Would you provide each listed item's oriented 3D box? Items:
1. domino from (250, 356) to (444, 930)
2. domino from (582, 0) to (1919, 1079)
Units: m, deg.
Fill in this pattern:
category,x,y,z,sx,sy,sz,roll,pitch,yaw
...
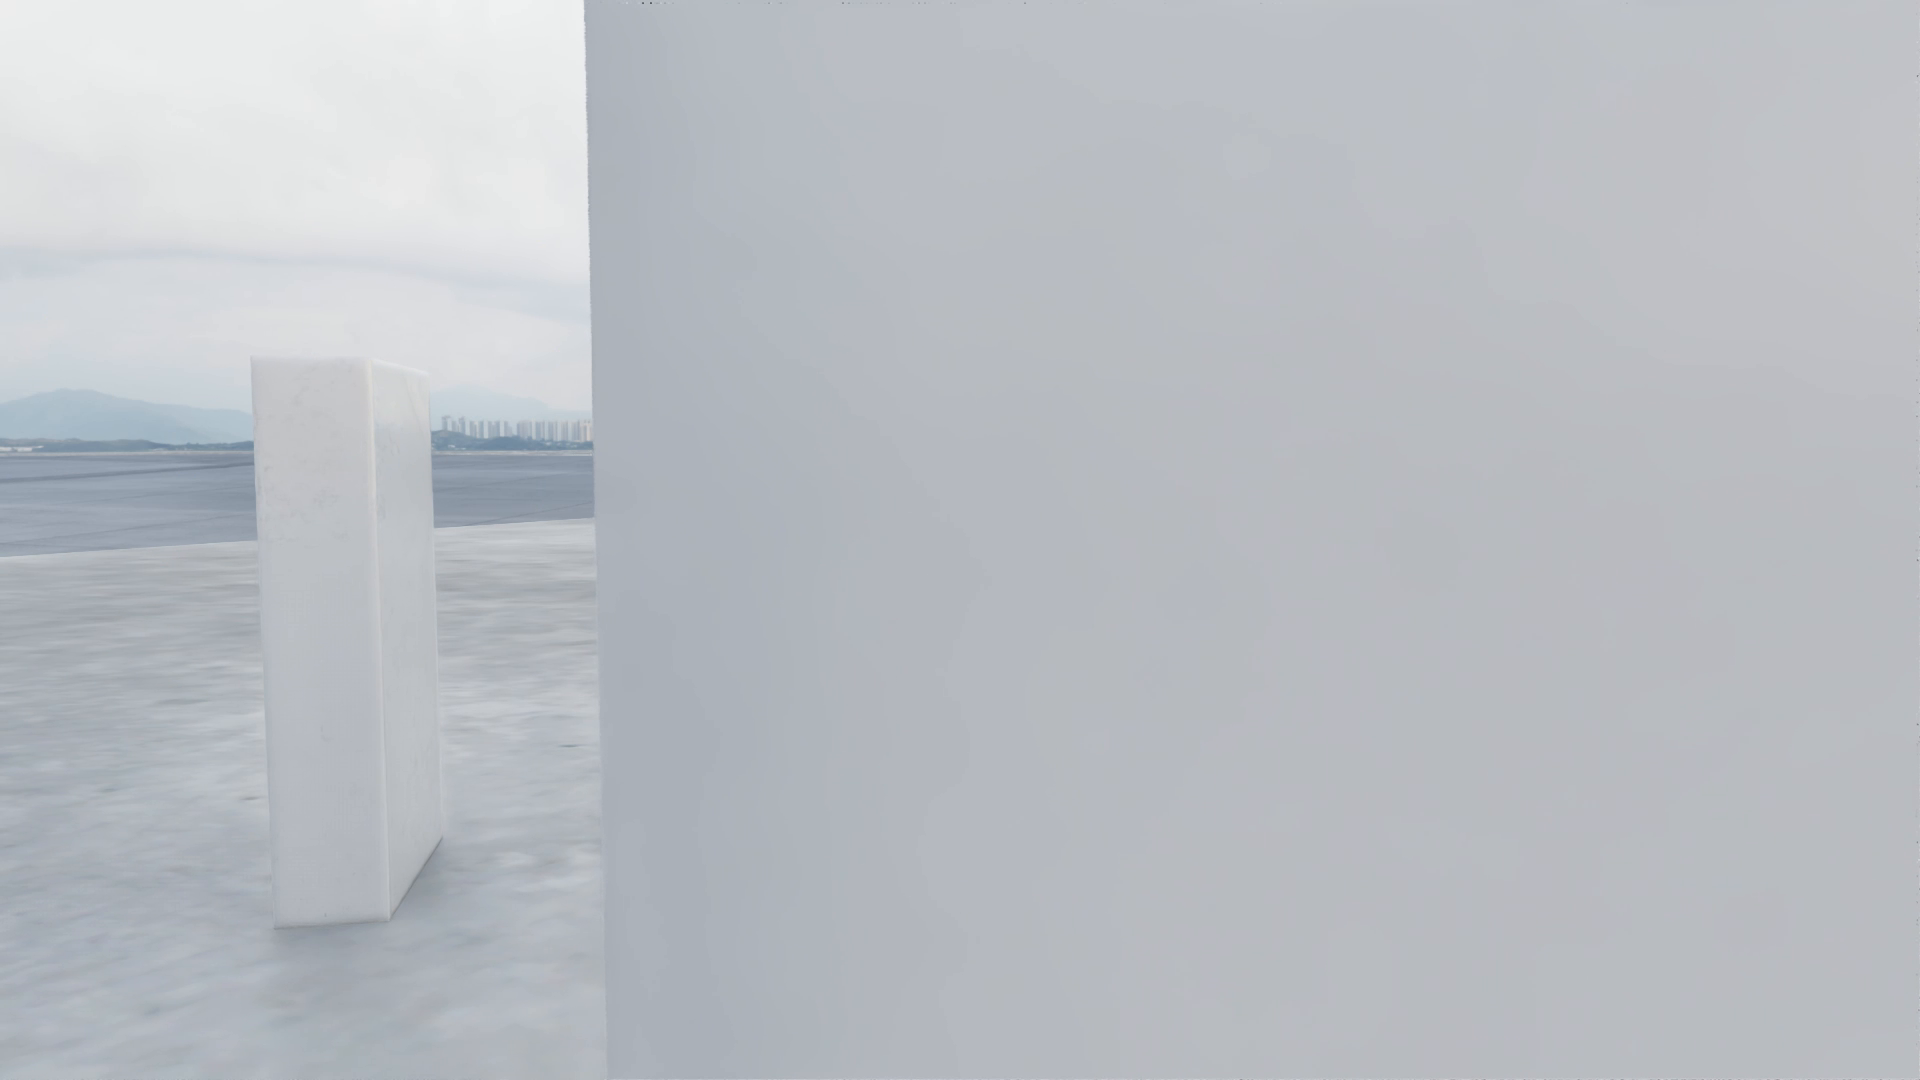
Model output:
category,x,y,z,sx,sy,sz,roll,pitch,yaw
domino,-0.058,0.008,0.124,0.010,0.050,0.025,-1,4,-12
domino,0.013,0.017,0.006,0.025,0.050,0.009,1,4,12
